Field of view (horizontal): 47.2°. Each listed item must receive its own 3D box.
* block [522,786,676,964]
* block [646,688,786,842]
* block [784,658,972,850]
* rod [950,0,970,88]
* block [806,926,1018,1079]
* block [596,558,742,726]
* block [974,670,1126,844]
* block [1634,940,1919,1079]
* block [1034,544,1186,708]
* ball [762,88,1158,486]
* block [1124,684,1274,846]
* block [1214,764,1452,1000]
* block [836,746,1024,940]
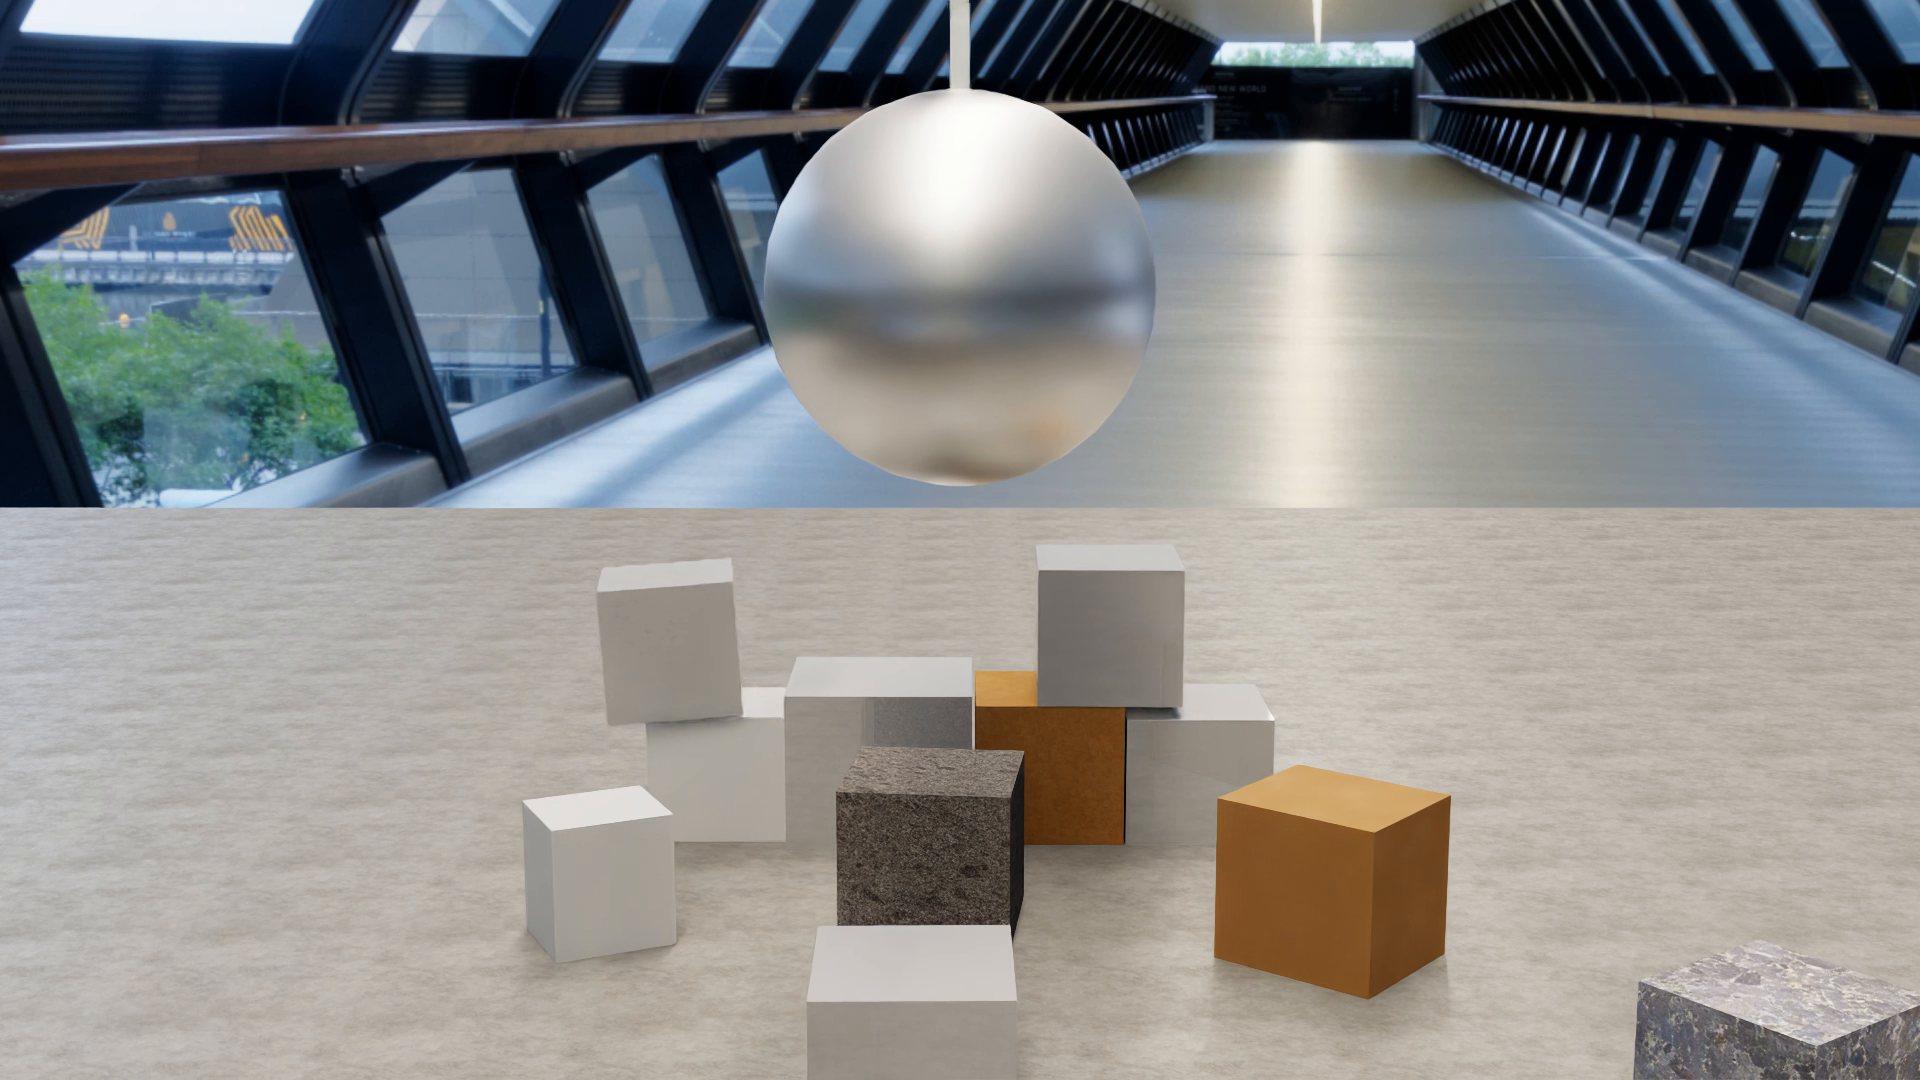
[{"bbox_3d":[-1.606,1.476,9.779,0.545,0.597,0.486,-5,11,-25],"label":"block"},{"bbox_3d":[-1.226,1.154,11.402,0.696,0.641,0.619,-1,10,0],"label":"block"},{"bbox_3d":[-0.404,1.089,11.368,0.932,0.791,0.847,0,10,0],"label":"block"},{"bbox_3d":[0.000,-4.377,9.500,0.080,5.200,0.080,0,-9,0],"label":"rod"},{"bbox_3d":[-0.166,1.807,7.862,0.713,0.631,0.731,0,10,-1],"label":"block"},{"bbox_3d":[-1.472,0.510,11.214,0.669,0.683,0.620,-4,11,-6],"label":"block"},{"bbox_3d":[0.452,1.118,11.404,0.746,0.721,0.746,0,10,0],"label":"block"},{"bbox_3d":[2.744,1.849,7.370,0.667,0.724,0.667,-7,13,-35],"label":"block"},{"bbox_3d":[0.753,0.428,11.246,0.723,0.694,0.701,0,10,1],"label":"block"},{"bbox_3d":[0.000,-1.021,8.953,1.600,1.600,1.600,0,10,0],"label":"ball"},{"bbox_3d":[1.202,1.154,11.398,0.737,0.652,0.742,0,10,0],"label":"block"},{"bbox_3d":[1.612,1.459,9.529,0.757,0.721,0.676,8,13,38],"label":"block"},{"bbox_3d":[-0.120,1.387,9.959,0.762,0.708,0.743,1,10,6],"label":"block"}]
